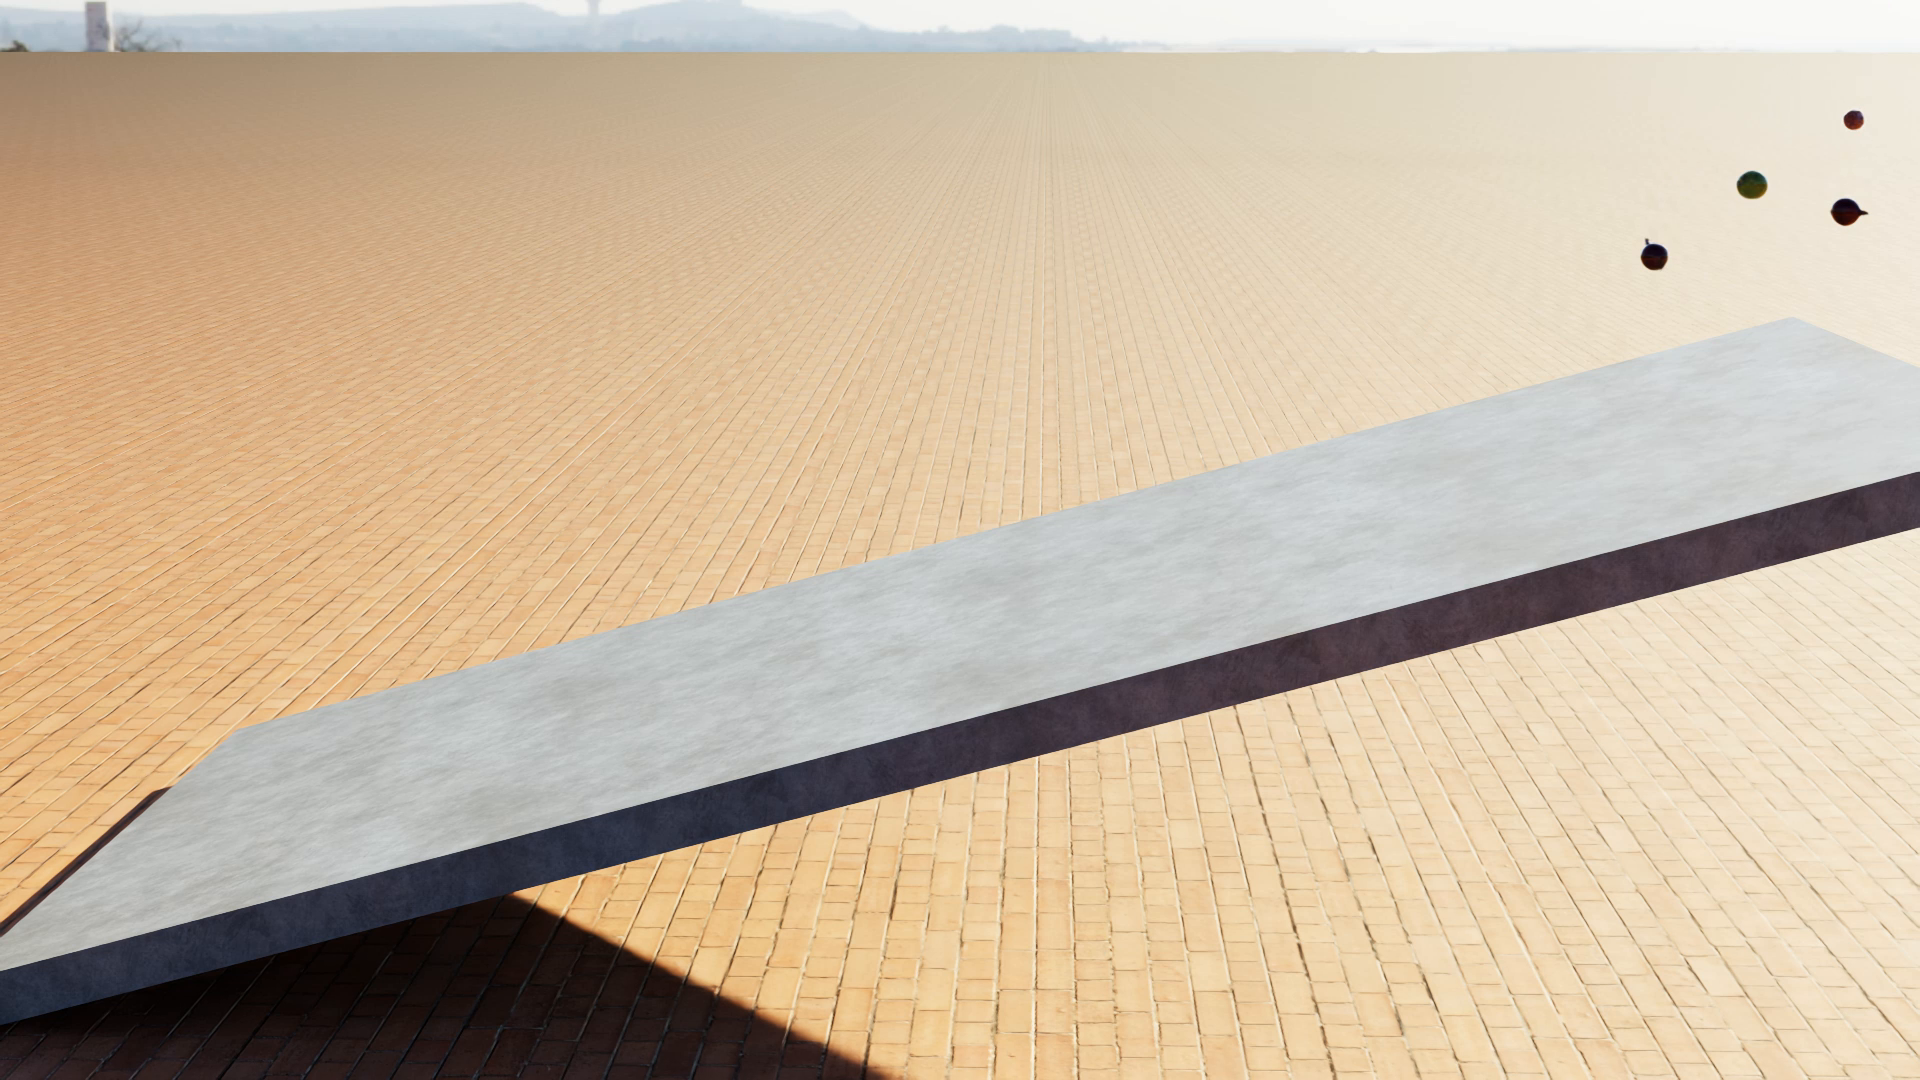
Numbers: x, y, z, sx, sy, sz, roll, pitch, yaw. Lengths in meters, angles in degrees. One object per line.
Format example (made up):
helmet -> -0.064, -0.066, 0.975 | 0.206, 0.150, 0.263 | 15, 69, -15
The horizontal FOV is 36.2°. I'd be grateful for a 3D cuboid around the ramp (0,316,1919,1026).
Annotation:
ramp -> 0.082, 0.190, 6.328 | 4.000, 0.100, 2.000 | -15, 9, 4
